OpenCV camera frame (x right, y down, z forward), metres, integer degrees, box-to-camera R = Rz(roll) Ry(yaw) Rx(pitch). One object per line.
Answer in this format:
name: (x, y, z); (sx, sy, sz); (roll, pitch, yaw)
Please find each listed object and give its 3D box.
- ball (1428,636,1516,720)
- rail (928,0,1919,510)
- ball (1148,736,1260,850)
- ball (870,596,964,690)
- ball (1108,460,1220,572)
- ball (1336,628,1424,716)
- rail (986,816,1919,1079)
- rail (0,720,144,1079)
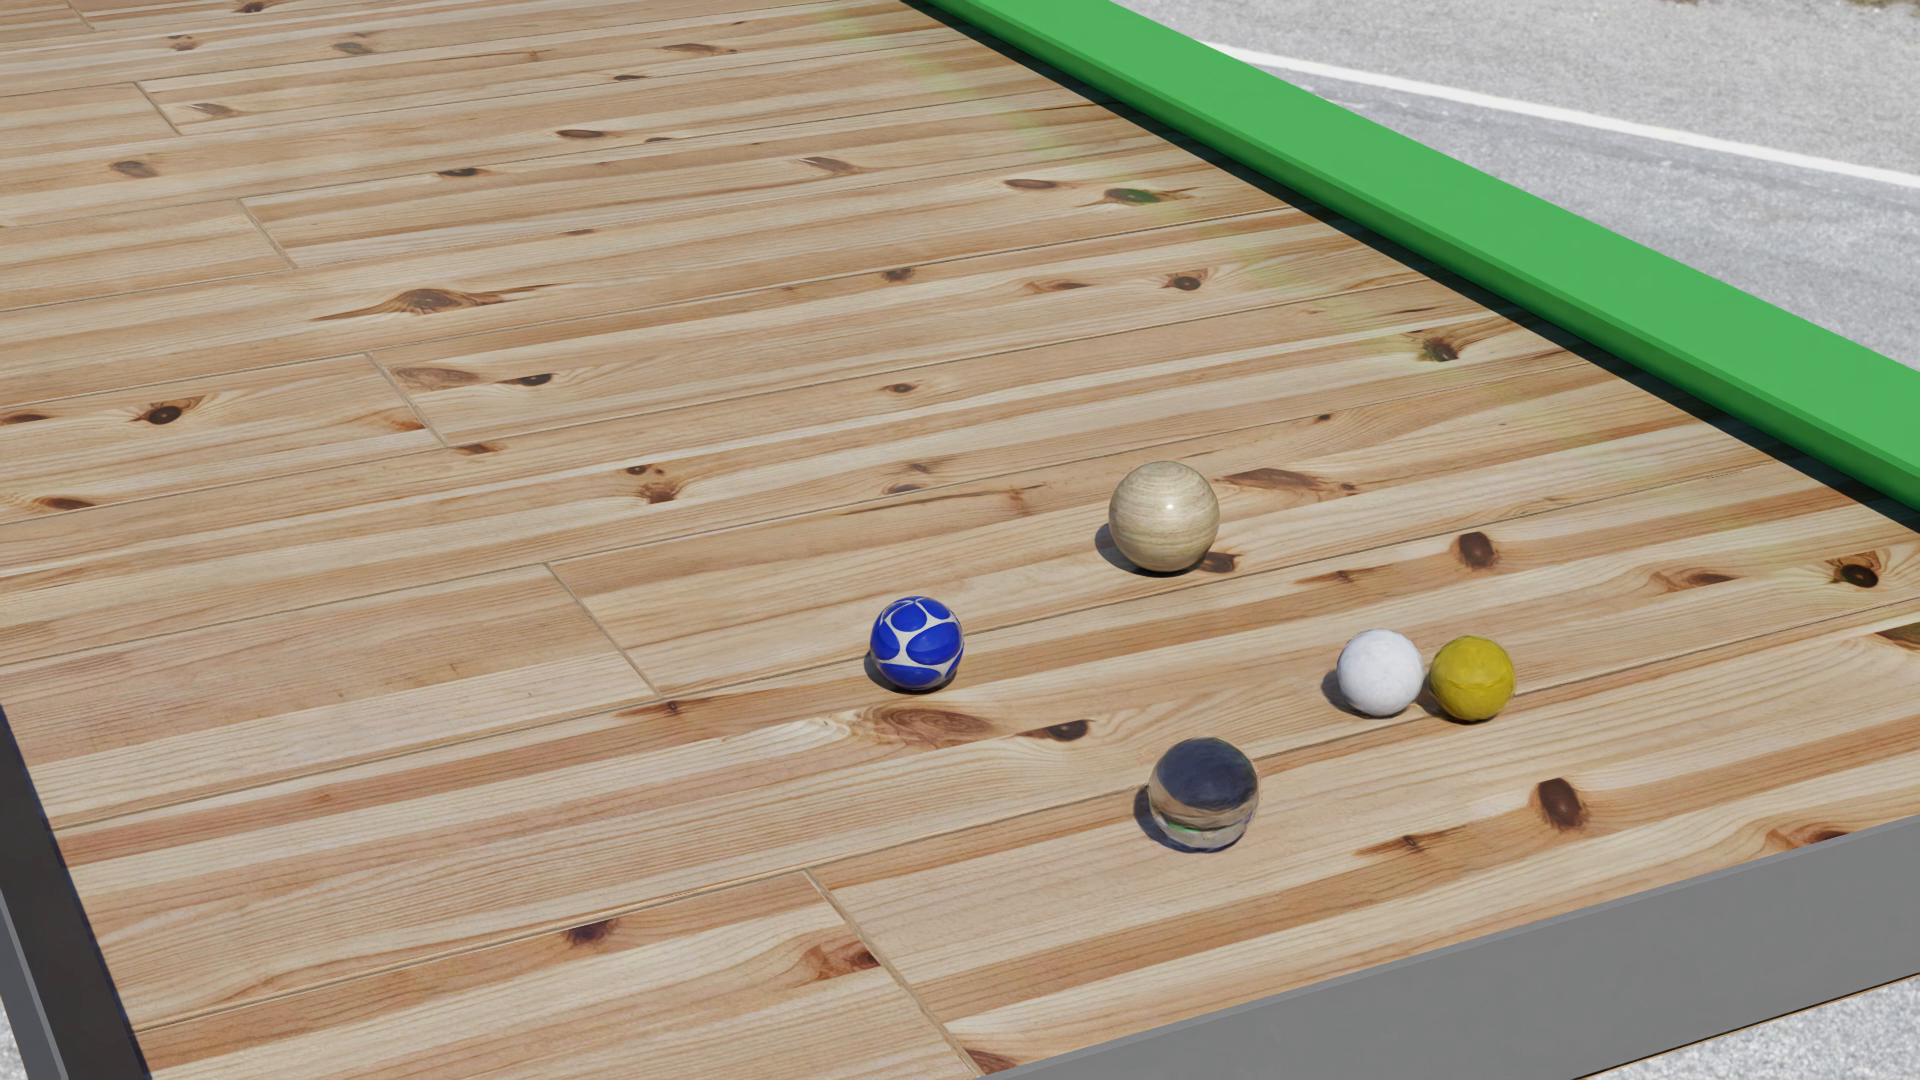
ball: (0.344, 0.093, 1.976); (0.058, 0.058, 0.058); (0, 24, 0)
rail: (0.325, -0.413, 3.036); (0.045, 0.108, 2.893); (-11, 27, -23)
ball: (0.151, 0.156, 1.820); (0.070, 0.070, 0.070); (0, 24, 0)
ball: (-0.030, 0.071, 2.016); (0.065, 0.065, 0.065); (0, 24, 0)
ball: (0.152, -0.017, 2.190); (0.083, 0.083, 0.083); (0, 24, 0)
ball: (0.283, 0.089, 1.983); (0.059, 0.059, 0.059); (0, 24, 0)
rail: (0.305, 0.240, 1.586); (1.470, 0.108, 0.045); (-11, 27, -23)
rail: (-0.955, -0.159, 2.471); (0.045, 0.108, 2.893); (-11, 27, -23)
